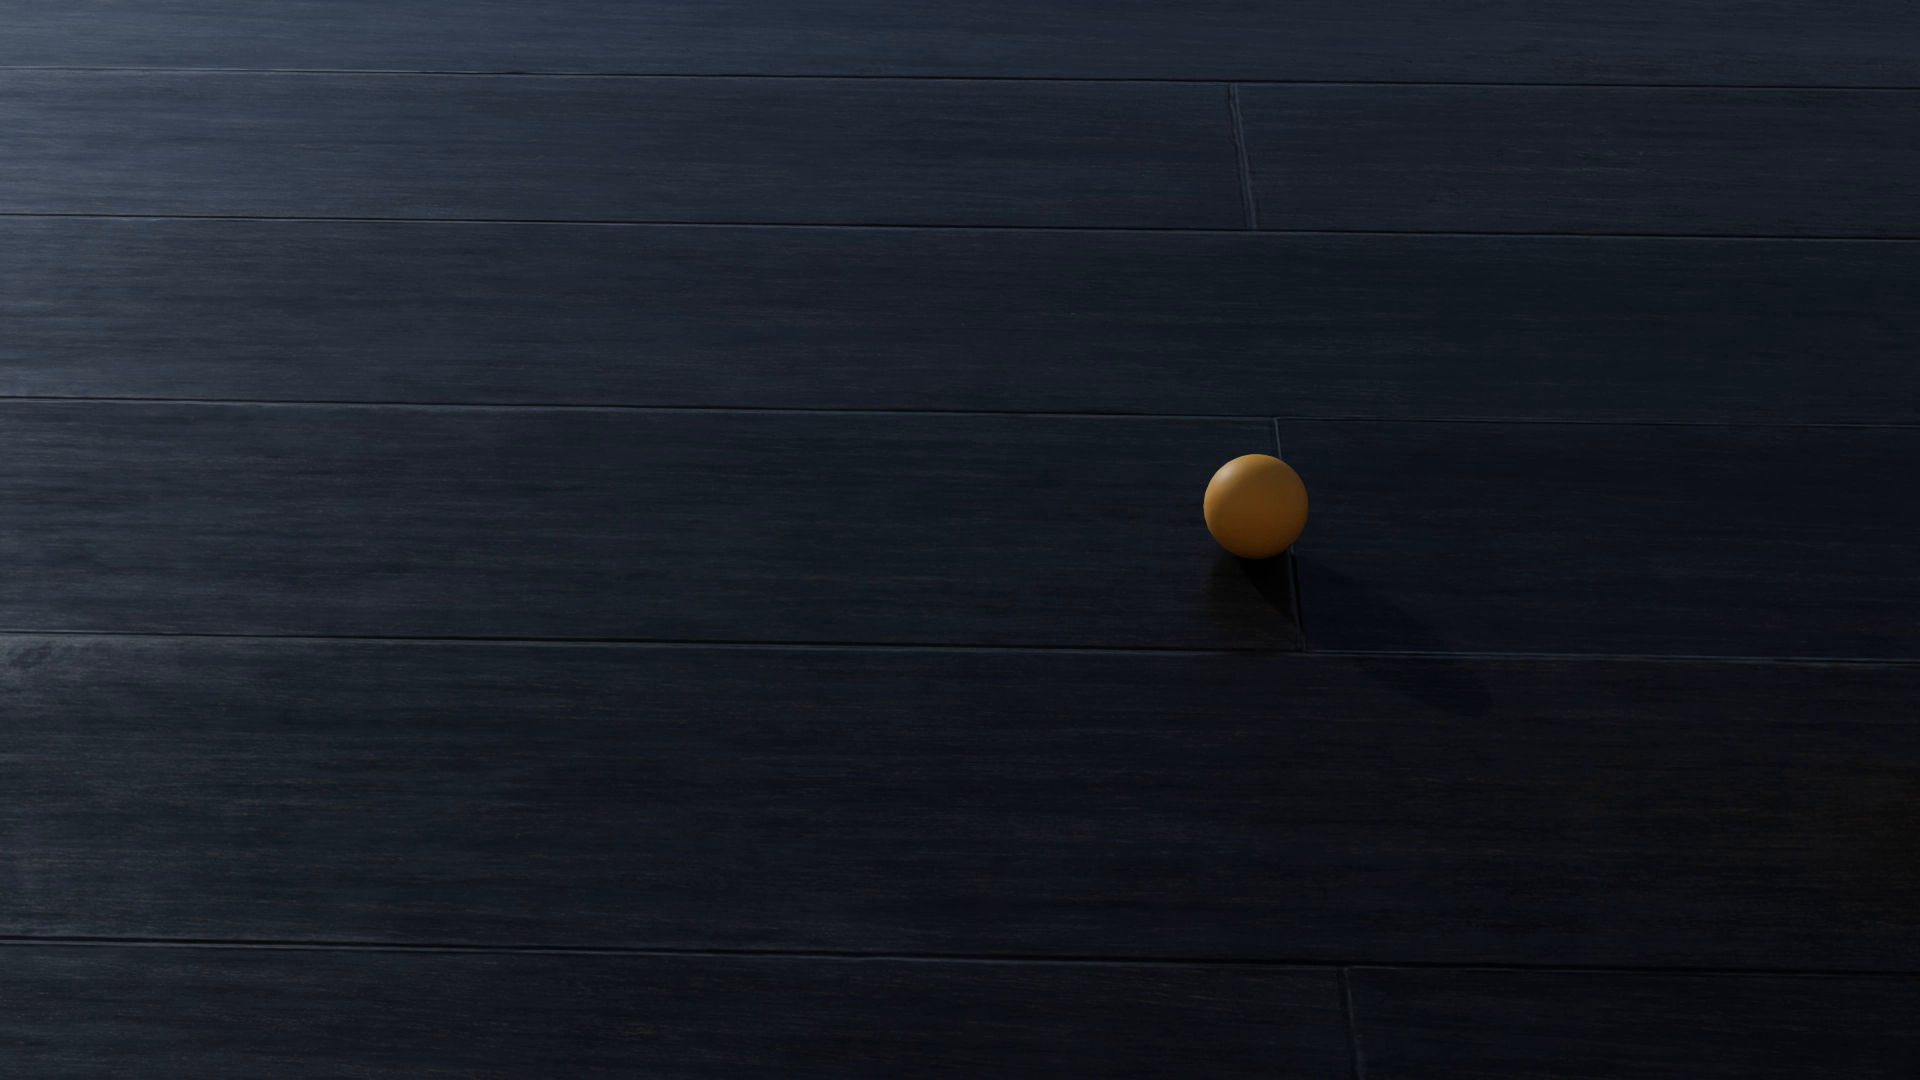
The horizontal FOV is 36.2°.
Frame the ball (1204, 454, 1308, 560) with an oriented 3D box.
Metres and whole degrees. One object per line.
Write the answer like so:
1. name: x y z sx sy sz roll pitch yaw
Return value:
1. ball: 0.162 -0.018 1.608 0.057 0.057 0.057 0 32 0
